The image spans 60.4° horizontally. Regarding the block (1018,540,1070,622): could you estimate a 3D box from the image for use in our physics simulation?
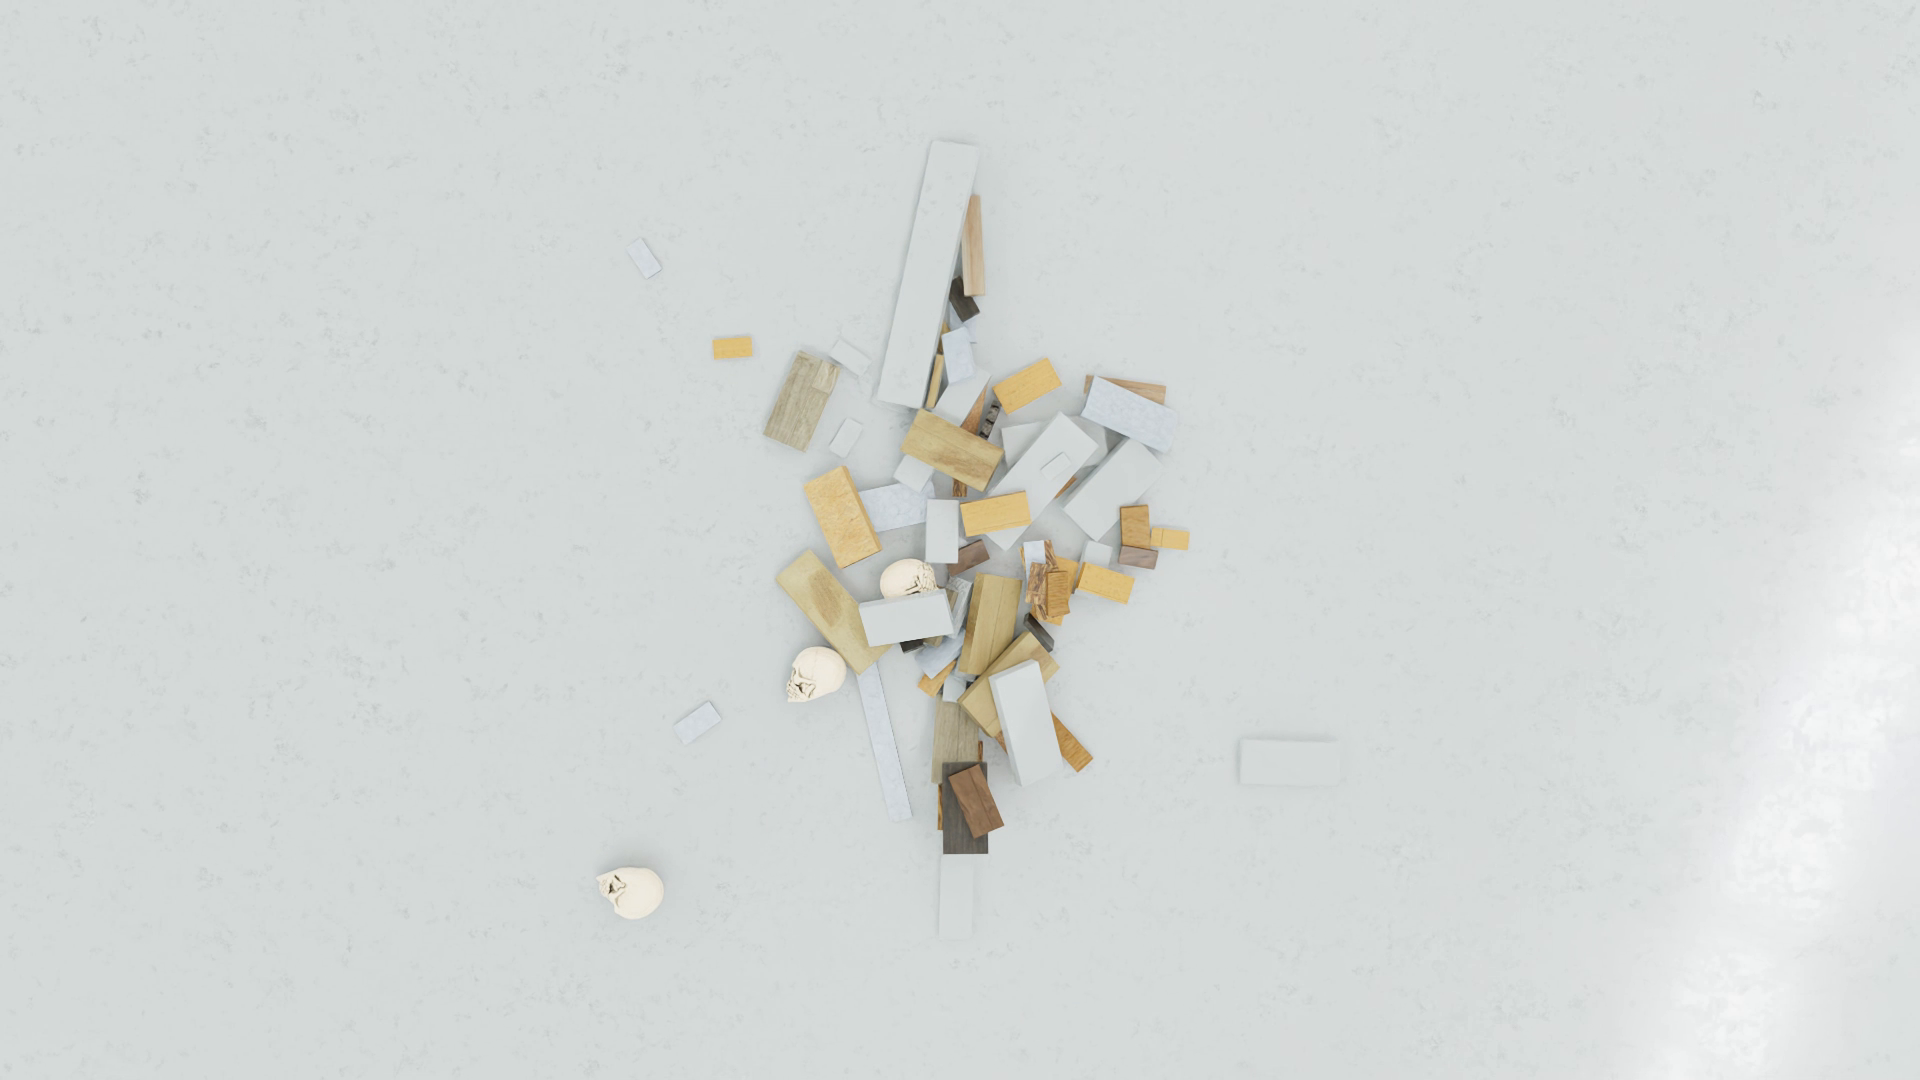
[{"bbox_3d":[0.279,0.133,5.454,0.109,0.031,0.252,-15,90,0],"label":"block"}]

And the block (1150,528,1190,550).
[{"bbox_3d":[0.698,-0.004,5.491,0.126,0.018,0.063,7,90,0],"label":"block"}]

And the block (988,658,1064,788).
[{"bbox_3d":[0.218,0.599,5.395,0.165,0.047,0.385,-21,106,-24],"label":"block"}]

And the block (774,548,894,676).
[{"bbox_3d":[-0.416,0.240,5.466,0.153,0.043,0.424,-41,87,-2],"label":"block"}]

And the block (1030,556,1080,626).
[{"bbox_3d":[0.315,0.165,5.485,0.109,0.031,0.219,18,90,0],"label":"block"}]

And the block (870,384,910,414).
[{"bbox_3d":[-0.226,-0.469,5.491,0.128,0.018,0.064,15,90,0],"label":"block"}]

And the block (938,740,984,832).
[{"bbox_3d":[0.001,0.811,5.436,0.147,0.042,0.294,1,73,0],"label":"block"}]

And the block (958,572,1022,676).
[{"bbox_3d":[0.102,0.281,5.431,0.165,0.047,0.329,10,90,-38],"label":"block"}]

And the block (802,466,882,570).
[{"bbox_3d":[-0.387,-0.074,5.446,0.153,0.043,0.305,-25,86,18],"label":"block"}]

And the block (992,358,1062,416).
[{"bbox_3d":[0.223,-0.511,5.485,0.209,0.030,0.104,-29,90,0],"label":"block"}]

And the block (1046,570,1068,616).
[{"bbox_3d":[0.318,0.175,5.405,0.072,0.020,0.143,-4,101,-18],"label":"block"}]

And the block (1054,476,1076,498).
[{"bbox_3d":[0.338,-0.186,5.493,0.095,0.013,0.047,-43,90,0],"label":"block"}]

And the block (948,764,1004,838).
[{"bbox_3d":[0.053,0.841,5.318,0.107,0.030,0.214,-23,90,0],"label":"block"}]

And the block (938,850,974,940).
[{"bbox_3d":[-0.009,1.048,5.485,0.107,0.030,0.550,2,90,0],"label":"block"}]

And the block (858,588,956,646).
[{"bbox_3d":[-0.172,0.254,5.366,0.286,0.041,0.143,-10,113,11],"label":"block"}]

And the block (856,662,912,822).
[{"bbox_3d":[-0.259,0.651,5.489,0.074,0.021,0.571,-13,90,0],"label":"block"}]

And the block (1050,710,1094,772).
[{"bbox_3d":[0.283,0.601,5.490,0.072,0.020,0.402,-42,90,0],"label":"block"}]

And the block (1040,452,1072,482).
[{"bbox_3d":[0.314,-0.240,5.395,0.094,0.013,0.047,-38,100,6],"label":"block"}]

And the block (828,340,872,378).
[{"bbox_3d":[-0.366,-0.605,5.491,0.128,0.018,0.064,34,90,0],"label":"block"}]

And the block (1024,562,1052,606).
[{"bbox_3d":[0.257,0.143,5.410,0.067,0.019,0.134,9,97,-2],"label":"block"}]

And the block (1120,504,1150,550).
[{"bbox_3d":[0.581,-0.021,5.460,0.093,0.026,0.185,-5,104,-5],"label":"block"}]

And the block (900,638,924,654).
[{"bbox_3d":[-0.177,0.296,5.462,0.074,0.021,0.149,-21,68,0],"label":"block"}]

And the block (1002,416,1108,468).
[{"bbox_3d":[0.315,-0.314,5.476,0.335,0.047,0.167,-9,90,0],"label":"block"}]

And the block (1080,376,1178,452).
[{"bbox_3d":[0.559,-0.413,5.419,0.308,0.044,0.154,23,50,-6],"label":"block"}]

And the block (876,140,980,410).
[{"bbox_3d":[-0.104,-0.875,5.450,0.154,0.044,0.879,12,89,14],"label":"block"}]

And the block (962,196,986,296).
[{"bbox_3d":[0.041,-0.974,5.461,0.070,0.020,0.341,-3,80,0],"label":"block"}]

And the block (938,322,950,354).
[{"bbox_3d":[-0.073,-0.695,5.475,0.070,0.020,0.140,-33,83,12],"label":"block"}]

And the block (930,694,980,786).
[{"bbox_3d":[-0.014,0.661,5.437,0.147,0.042,0.294,4,73,0],"label":"block"}]

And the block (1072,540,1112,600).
[{"bbox_3d":[0.439,0.101,5.471,0.093,0.026,0.185,15,90,-21],"label":"block"}]

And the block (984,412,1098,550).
[{"bbox_3d":[0.240,-0.193,5.433,0.167,0.047,0.465,40,98,-9],"label":"block"}]

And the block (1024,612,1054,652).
[{"bbox_3d":[0.261,0.305,5.451,0.019,0.067,0.134,-36,104,21],"label":"block"}]

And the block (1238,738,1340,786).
[{"bbox_3d":[1.094,0.740,5.480,0.324,0.041,0.143,2,90,0],"label":"block"}]

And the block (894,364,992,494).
[{"bbox_3d":[-0.056,-0.375,5.425,0.104,0.030,0.454,32,93,9],"label":"block"}]

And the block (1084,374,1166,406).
[{"bbox_3d":[0.549,-0.500,5.491,0.270,0.018,0.063,8,90,0],"label":"block"}]
